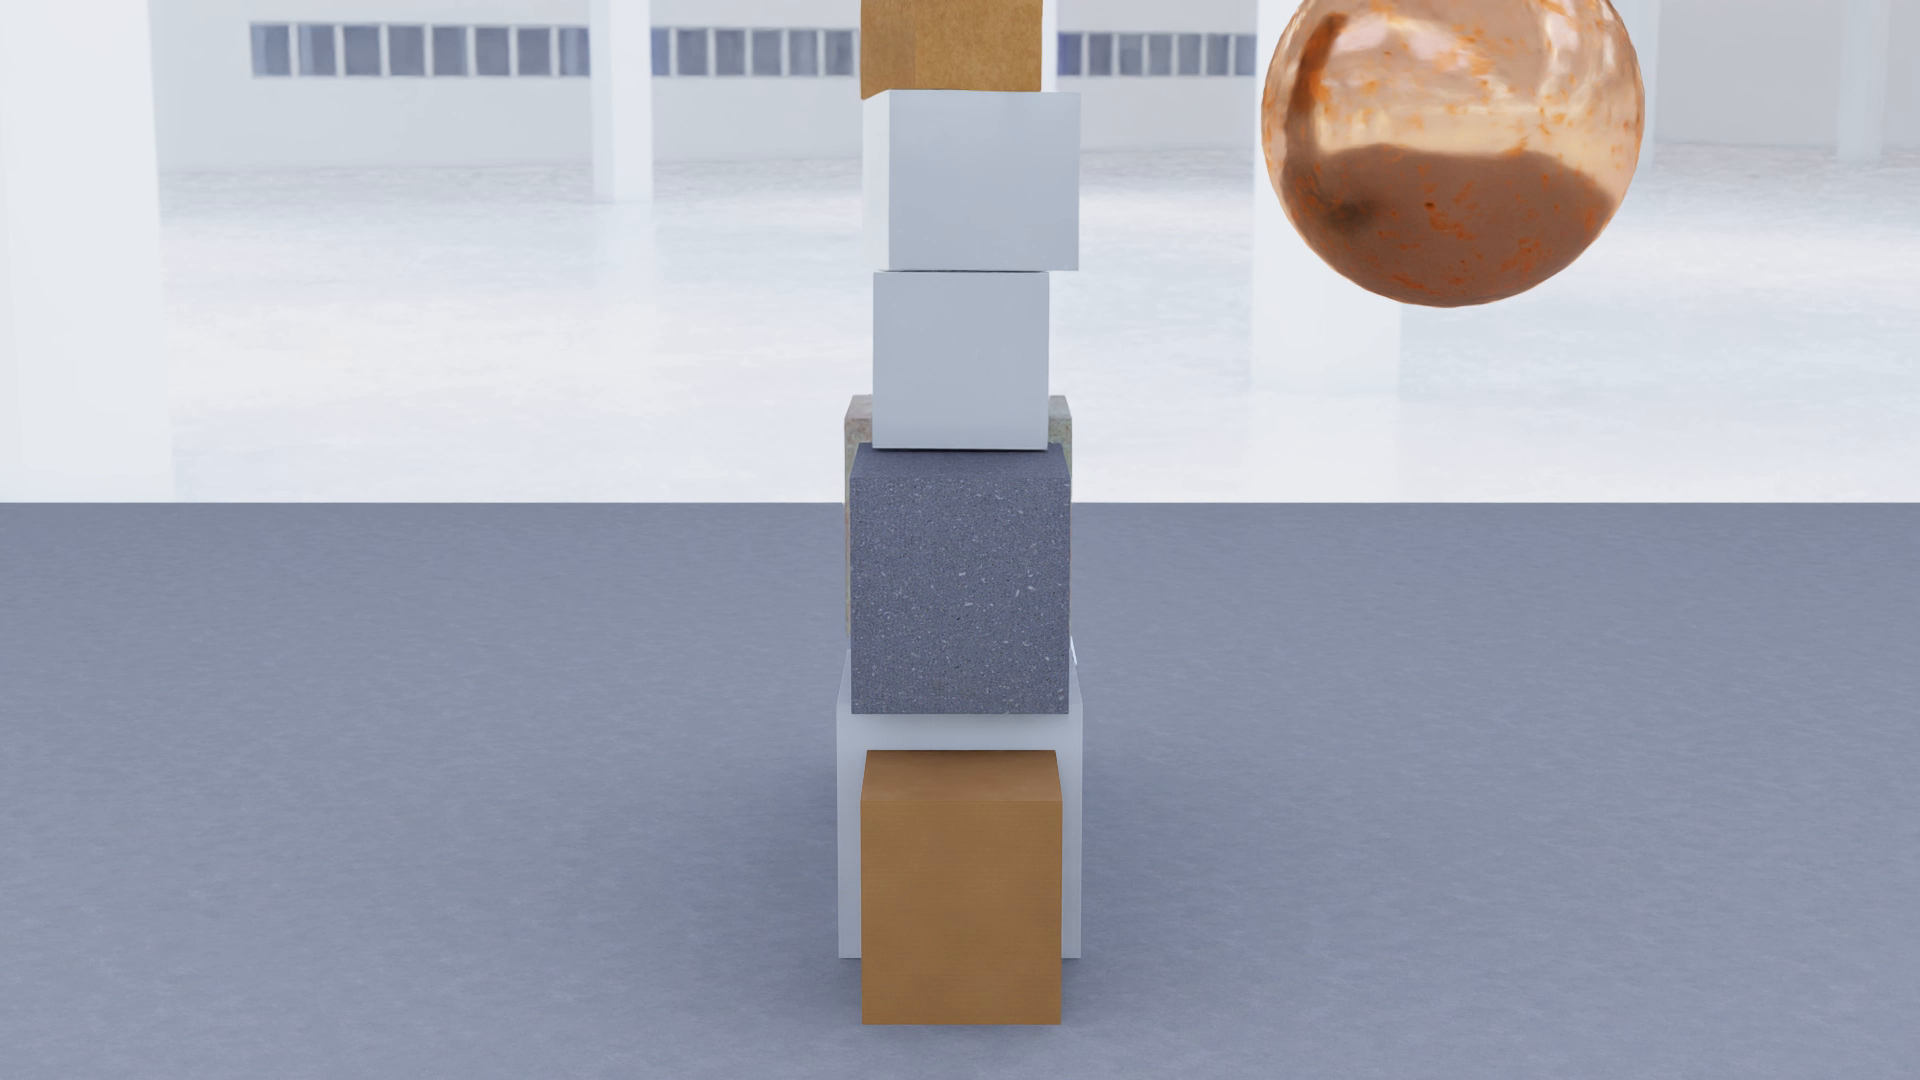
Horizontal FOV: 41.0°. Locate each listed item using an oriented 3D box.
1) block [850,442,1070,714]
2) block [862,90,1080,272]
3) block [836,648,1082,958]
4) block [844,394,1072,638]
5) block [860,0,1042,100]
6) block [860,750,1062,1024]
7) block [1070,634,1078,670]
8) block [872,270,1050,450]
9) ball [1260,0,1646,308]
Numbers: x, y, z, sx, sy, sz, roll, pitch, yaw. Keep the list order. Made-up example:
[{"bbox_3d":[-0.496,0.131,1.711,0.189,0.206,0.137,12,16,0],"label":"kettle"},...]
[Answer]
[{"bbox_3d":[0.001,0.135,10.364,0.845,0.929,0.955,0,10,0],"label":"block"},{"bbox_3d":[0.032,-1.523,10.961,0.798,0.732,0.821,-1,7,-10],"label":"block"},{"bbox_3d":[-0.001,1.077,10.714,0.973,1.049,0.996,0,10,0],"label":"block"},{"bbox_3d":[-0.006,-0.131,12.030,1.024,1.001,0.916,0,10,0],"label":"block"},{"bbox_3d":[-0.044,-2.205,10.974,0.577,0.622,0.636,-3,7,-23],"label":"block"},{"bbox_3d":[0.005,1.322,9.875,0.744,0.866,0.723,0,10,0],"label":"block"},{"bbox_3d":[0.017,0.930,11.722,0.982,0.977,1.020,0,10,0],"label":"block"},{"bbox_3d":[0.004,-0.766,10.730,0.714,0.714,0.634,0,7,0],"label":"block"},{"bbox_3d":[2.074,-1.783,10.856,1.600,1.600,1.600,0,10,0],"label":"ball"}]
